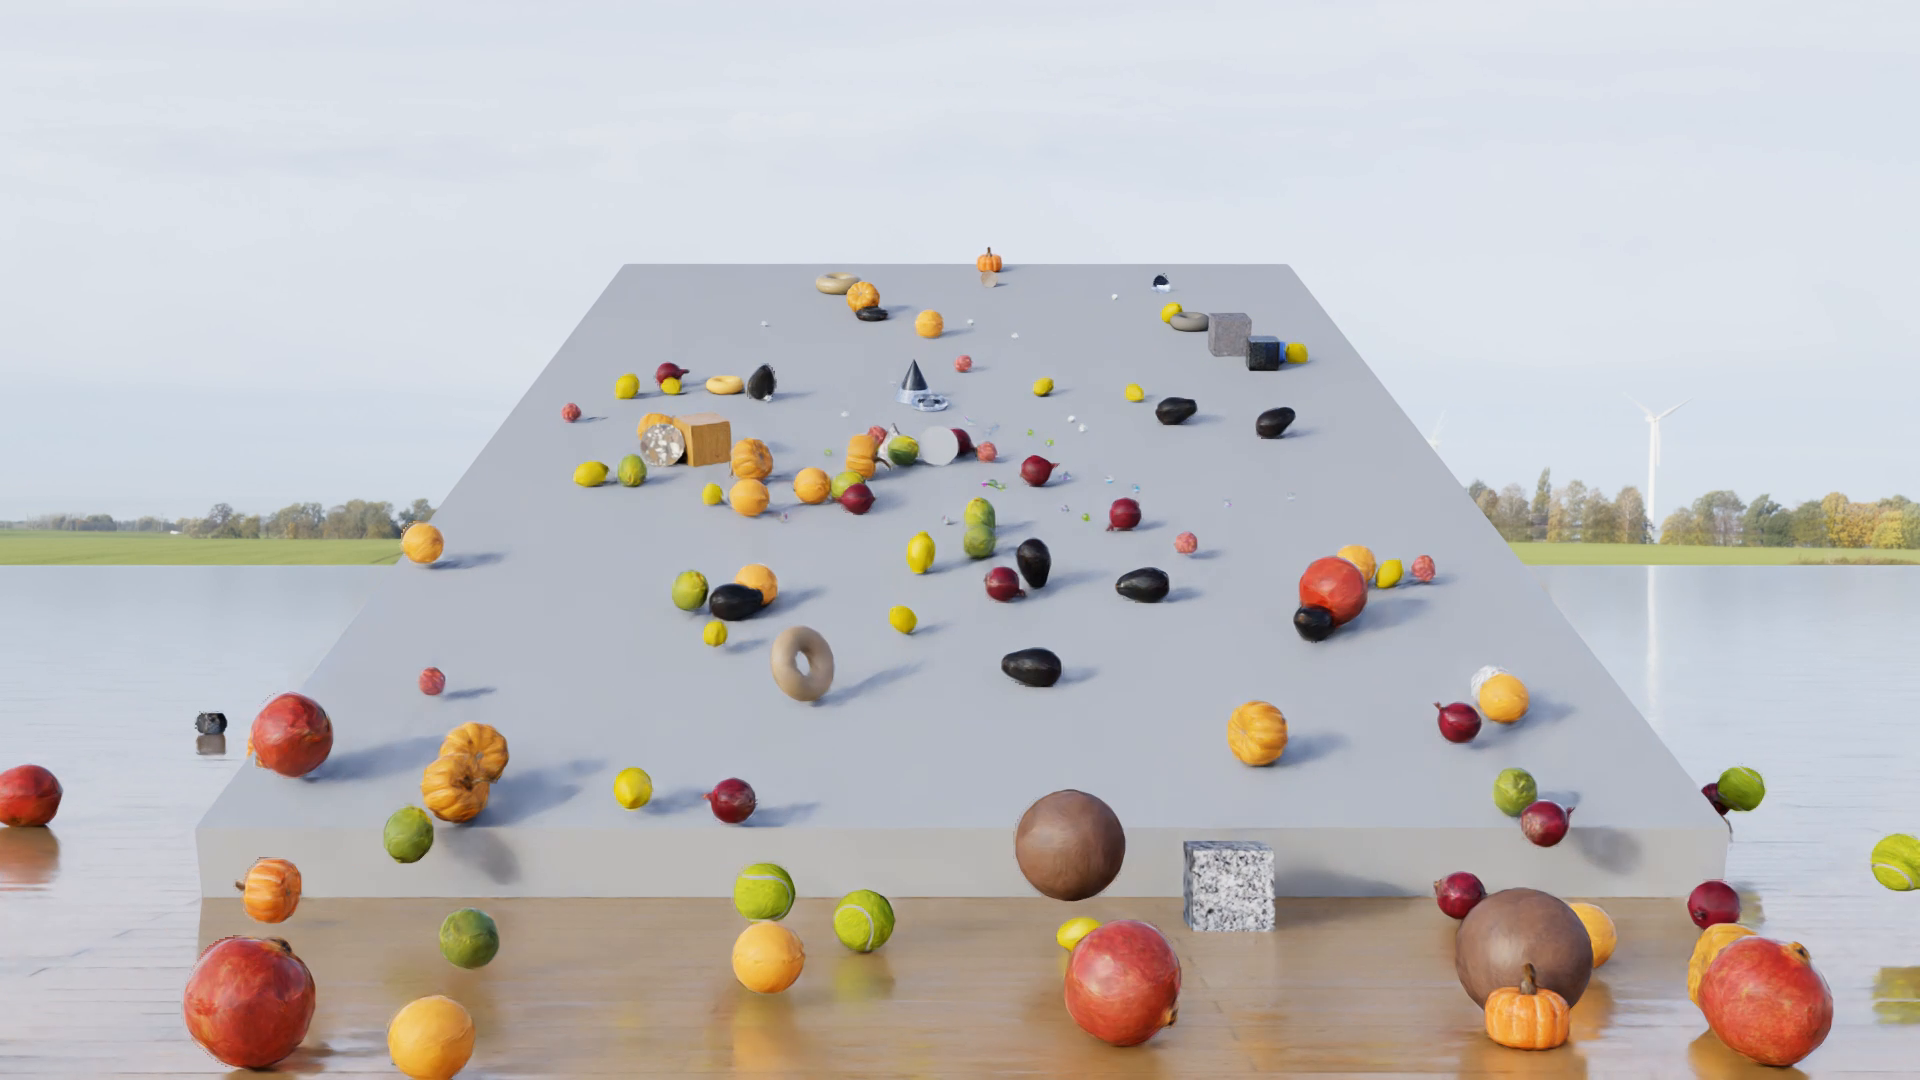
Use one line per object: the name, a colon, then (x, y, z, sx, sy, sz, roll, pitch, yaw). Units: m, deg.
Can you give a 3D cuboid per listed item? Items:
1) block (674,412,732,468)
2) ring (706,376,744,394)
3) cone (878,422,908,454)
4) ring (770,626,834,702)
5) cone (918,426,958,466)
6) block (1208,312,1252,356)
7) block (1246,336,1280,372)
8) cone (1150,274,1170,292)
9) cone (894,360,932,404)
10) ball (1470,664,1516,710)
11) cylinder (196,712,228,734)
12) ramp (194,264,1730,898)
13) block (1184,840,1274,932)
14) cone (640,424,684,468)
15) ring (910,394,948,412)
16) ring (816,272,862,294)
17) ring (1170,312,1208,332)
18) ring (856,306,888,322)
block: (-0.531, -0.208, 4.600, 0.087, 0.087, 0.087, -10, 20, -30)
ring: (-0.545, -0.360, 5.176, 0.088, 0.029, 0.088, 1, 19, 0)
cone: (-0.139, -0.218, 4.672, 0.064, 0.064, 0.064, 0, 18, 0)
ring: (-0.233, 0.183, 3.308, 0.038, 0.115, 0.115, -18, -12, 42)
cone: (-0.052, -0.187, 4.617, 0.084, 0.084, 0.084, 0, -9, -11)
block: (0.672, -0.512, 5.558, 0.091, 0.091, 0.091, -1, 18, -4)
block: (0.733, -0.452, 5.404, 0.071, 0.071, 0.071, 0, 18, 0)
cone: (0.554, -0.714, 6.306, 0.055, 0.055, 0.055, 0, -18, -34)
cone: (-0.105, -0.369, 5.098, 0.095, 0.095, 0.095, 0, 18, 0)
ball: (0.788, 0.217, 3.296, 0.066, 0.066, 0.066, 0, 0, 0)
cylinder: (-1.906, 0.467, 5.679, 0.053, 0.053, 0.053, 0, -1, 32)
ramp: (-0.003, -0.181, 4.827, 2.000, 0.100, 4.000, 0, 18, 0)
block: (0.326, 0.420, 2.712, 0.097, 0.097, 0.097, 0, 0, -1)
cone: (-0.608, -0.187, 4.610, 0.091, 0.091, 0.091, 0, -9, 2)
ring: (-0.070, -0.310, 5.025, 0.083, 0.028, 0.083, 1, 17, 0)
ring: (-0.342, -0.726, 6.309, 0.134, 0.045, 0.134, 0, 19, 0)
ring: (0.603, -0.571, 5.838, 0.107, 0.036, 0.107, 1, 19, 0)
ring: (-0.236, -0.604, 5.950, 0.086, 0.029, 0.086, 0, 16, 0)
